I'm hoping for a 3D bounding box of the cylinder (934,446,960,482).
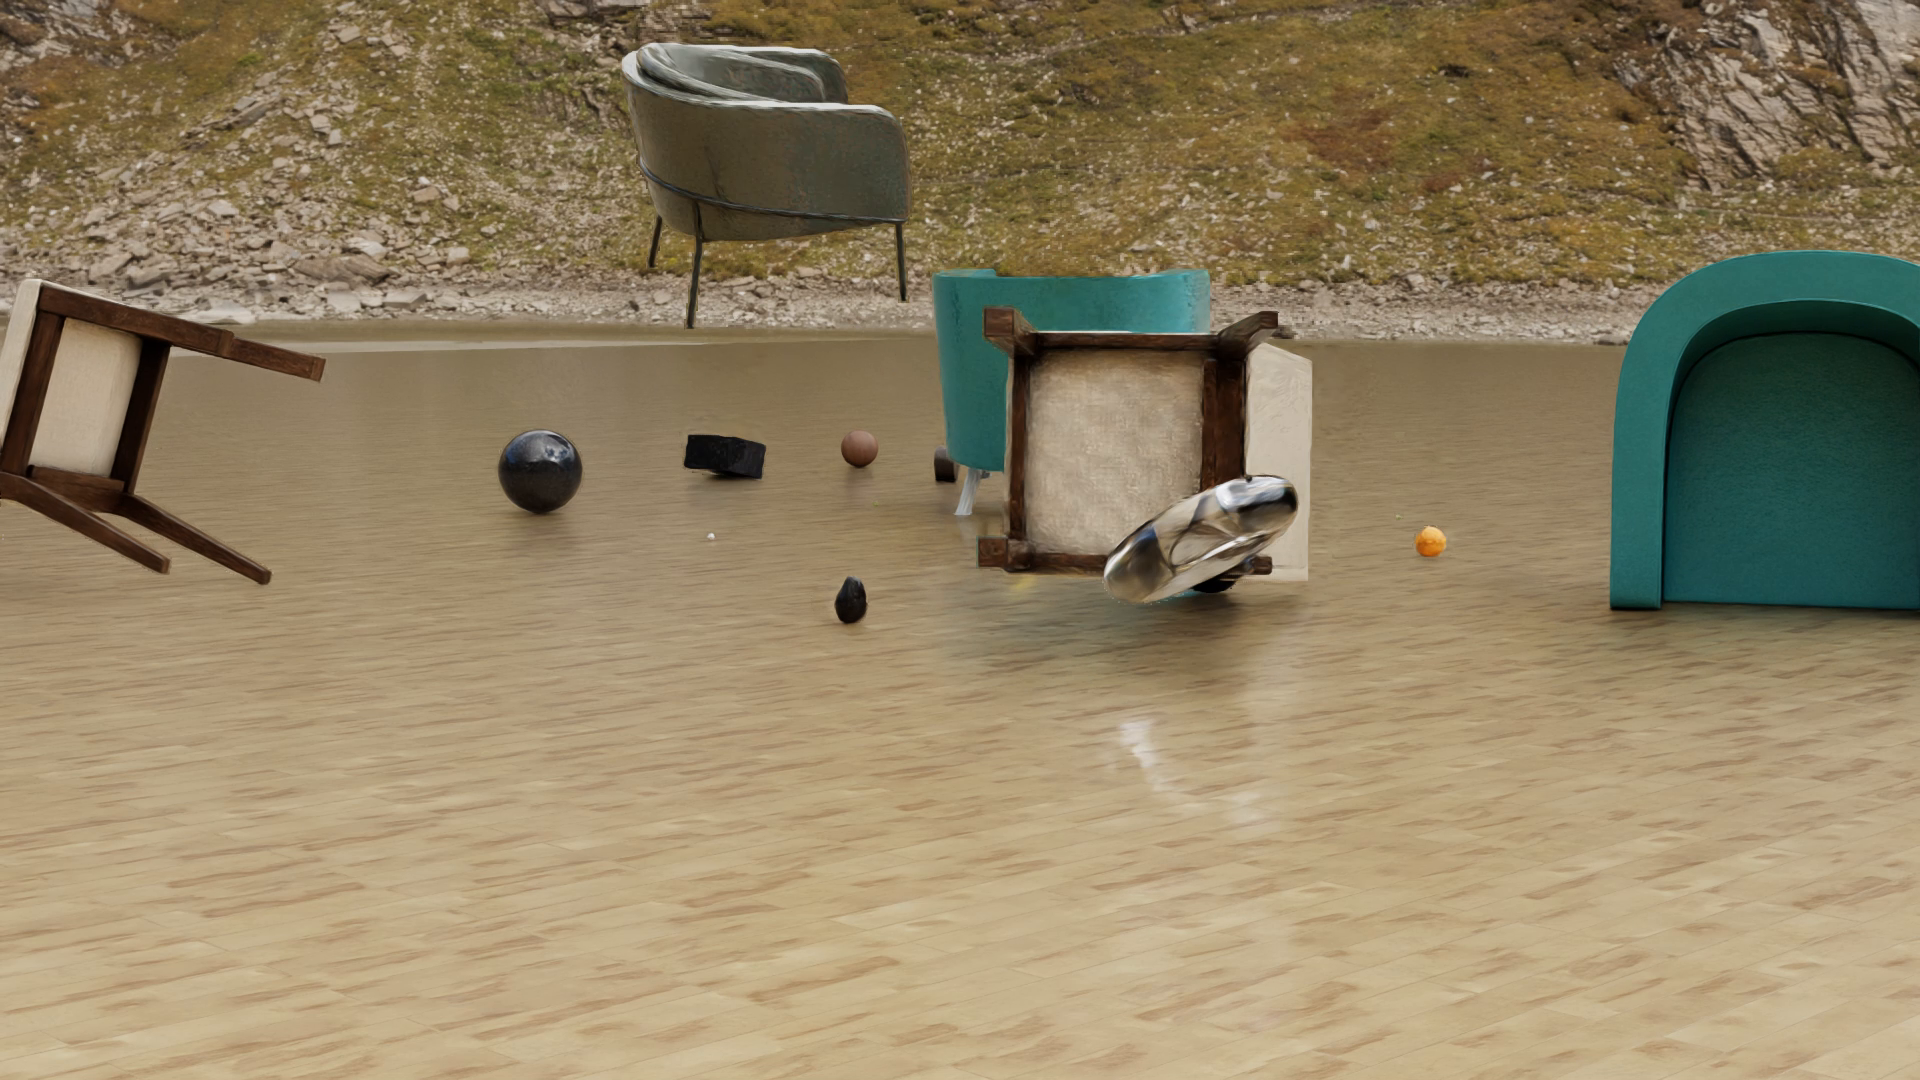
[{"bbox_3d":[-0.042,-0.246,8.252,0.063,0.113,0.111,1,-22,9],"label":"cylinder"}]

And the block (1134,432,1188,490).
[{"bbox_3d":[0.397,-0.157,5.085,0.072,0.064,0.077,44,-2,22],"label":"block"}]

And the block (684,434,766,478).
[{"bbox_3d":[-0.768,-0.274,8.376,0.209,0.111,0.153,5,-5,42],"label":"block"}]

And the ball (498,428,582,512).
[{"bbox_3d":[-1.168,-0.193,7.139,0.234,0.234,0.234,0,6,0],"label":"ball"}]

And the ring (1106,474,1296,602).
[{"bbox_3d":[0.400,-0.001,4.251,0.348,0.099,0.394,-24,-10,-10],"label":"ring"}]

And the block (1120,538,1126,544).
[{"bbox_3d":[0.414,0.020,6.013,0.060,0.042,0.085,-1,6,-10],"label":"block"}]

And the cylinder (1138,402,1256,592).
[{"bbox_3d":[0.485,-0.086,5.278,0.191,0.289,0.308,-24,-29,-14],"label":"cylinder"}]
